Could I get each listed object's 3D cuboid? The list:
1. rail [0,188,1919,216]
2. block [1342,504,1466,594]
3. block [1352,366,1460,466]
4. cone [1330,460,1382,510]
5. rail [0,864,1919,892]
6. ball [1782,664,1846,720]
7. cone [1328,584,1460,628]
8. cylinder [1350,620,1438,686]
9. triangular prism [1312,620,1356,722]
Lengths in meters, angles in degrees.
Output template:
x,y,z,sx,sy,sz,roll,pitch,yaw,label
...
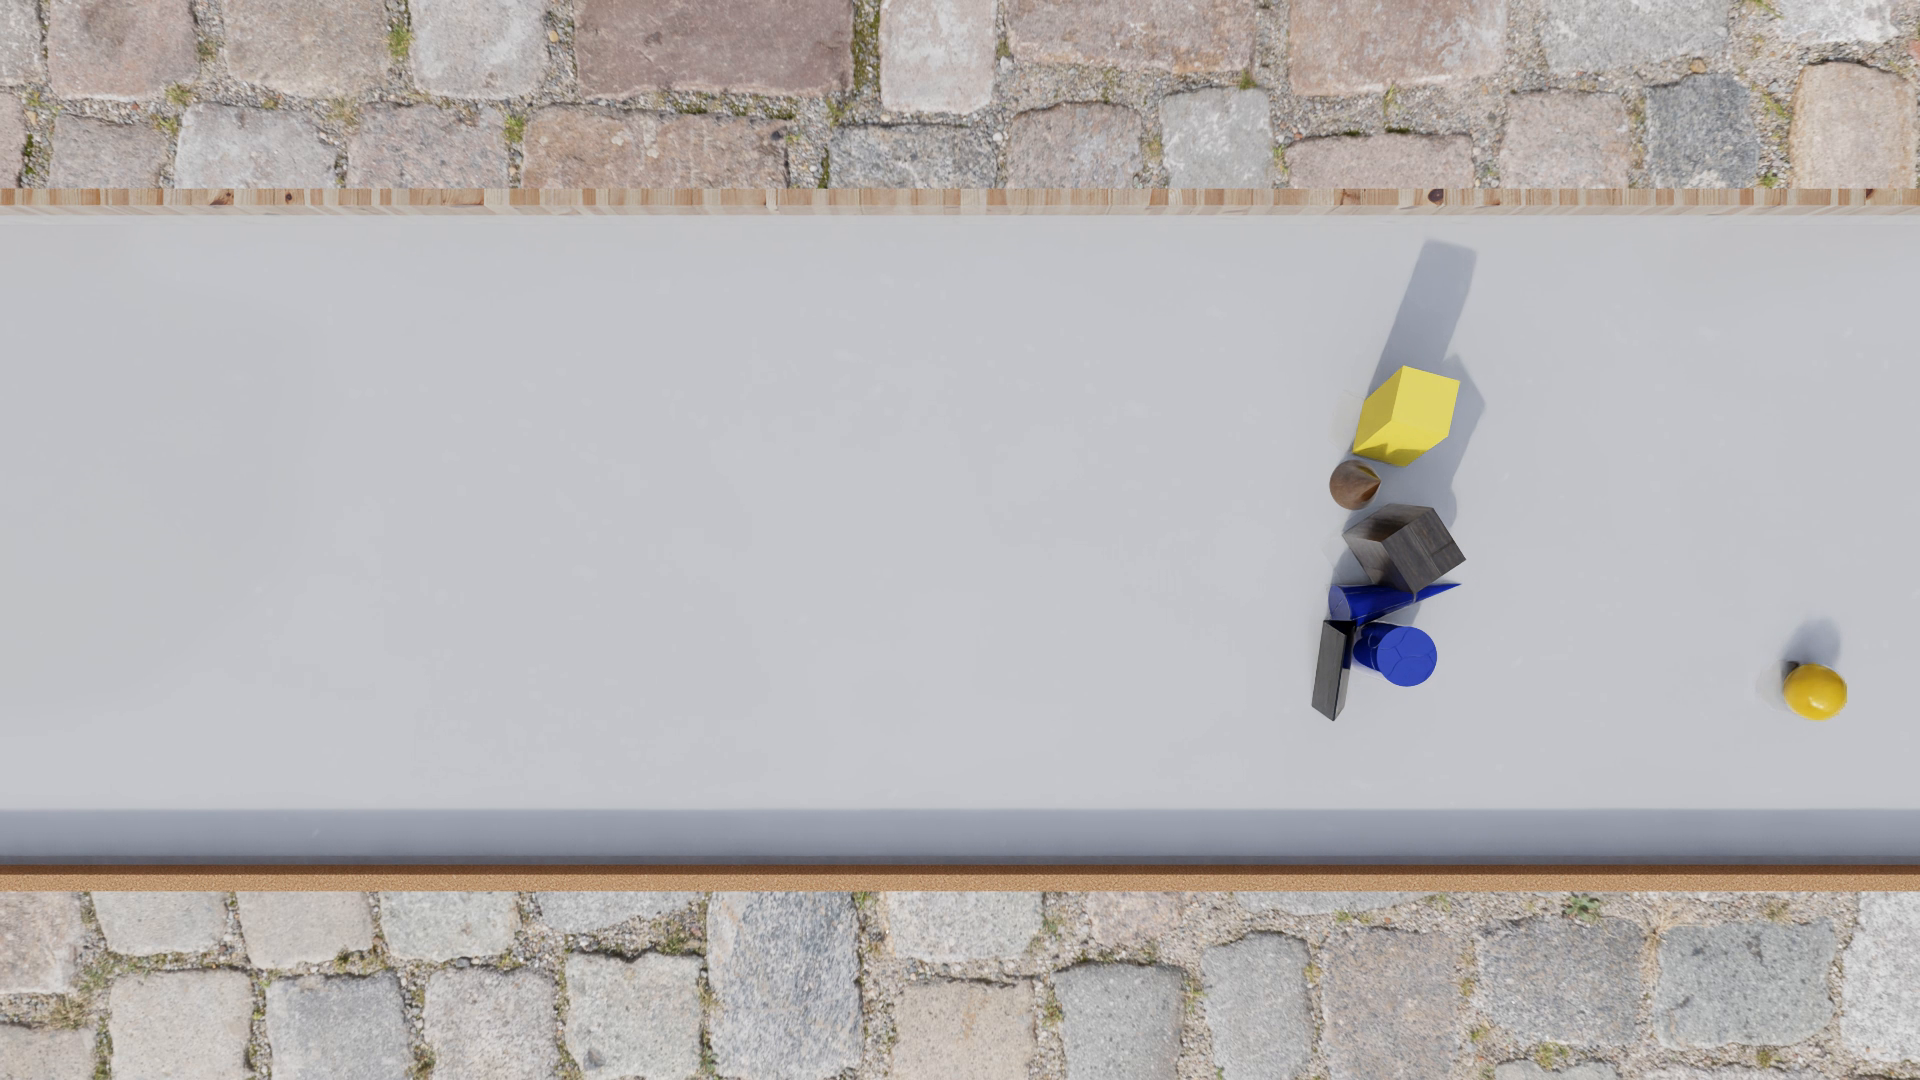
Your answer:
x,y,z,sx,sy,sz,roll,pitch,yaw,label
-2.247,-1.025,5.002,12.000,0.150,0.050,0,90,0,rail
1.302,0.020,4.864,0.177,0.414,0.177,-34,94,0,block
1.311,-0.360,4.870,0.167,0.389,0.167,15,79,0,block
1.215,-0.169,4.915,0.156,0.322,0.156,0,90,0,cone
-2.247,1.025,5.001,12.000,0.150,0.050,0,90,0,rail
2.584,0.459,4.992,0.170,0.170,0.170,0,90,0,ball
1.349,0.172,5.041,0.412,0.146,0.146,-11,90,-10,cone
1.273,0.332,4.886,0.173,0.380,0.173,0,90,0,cylinder
1.135,0.396,4.968,0.100,0.087,0.300,1,117,0,triangular prism
